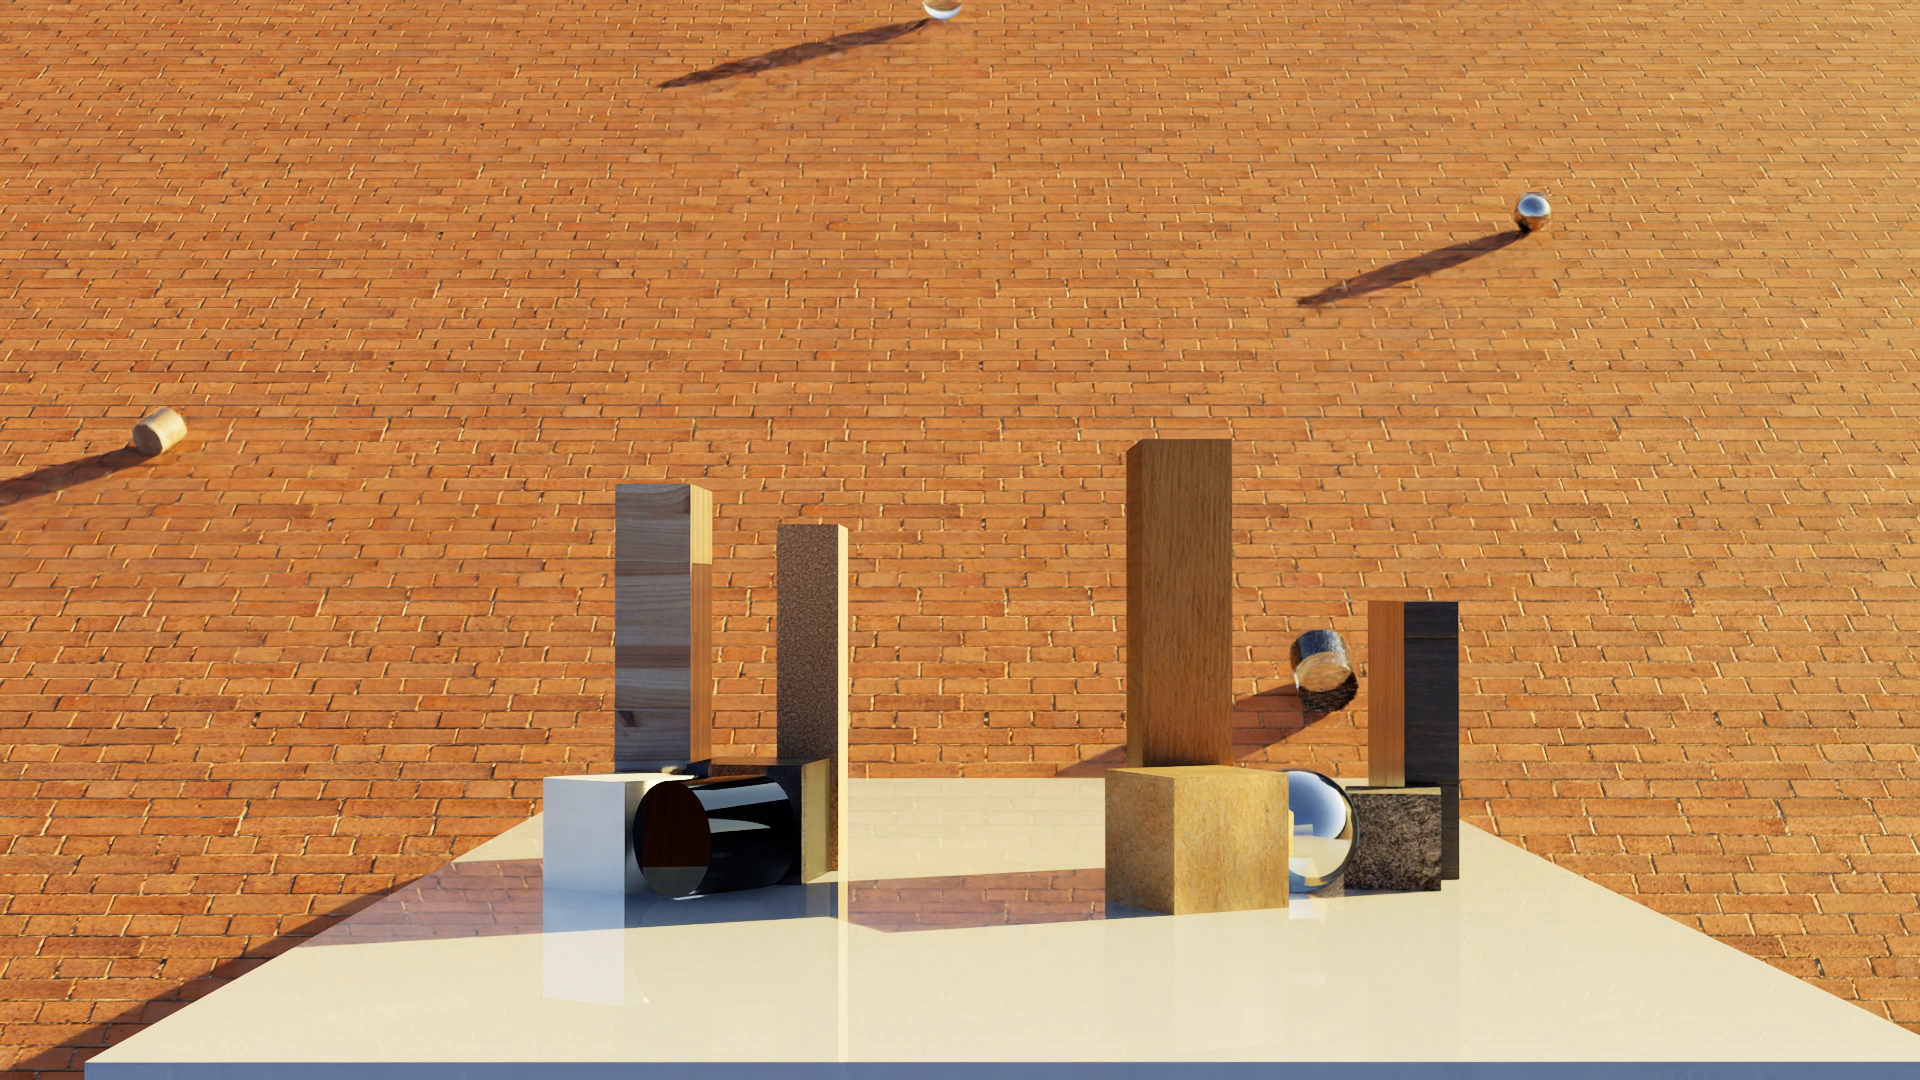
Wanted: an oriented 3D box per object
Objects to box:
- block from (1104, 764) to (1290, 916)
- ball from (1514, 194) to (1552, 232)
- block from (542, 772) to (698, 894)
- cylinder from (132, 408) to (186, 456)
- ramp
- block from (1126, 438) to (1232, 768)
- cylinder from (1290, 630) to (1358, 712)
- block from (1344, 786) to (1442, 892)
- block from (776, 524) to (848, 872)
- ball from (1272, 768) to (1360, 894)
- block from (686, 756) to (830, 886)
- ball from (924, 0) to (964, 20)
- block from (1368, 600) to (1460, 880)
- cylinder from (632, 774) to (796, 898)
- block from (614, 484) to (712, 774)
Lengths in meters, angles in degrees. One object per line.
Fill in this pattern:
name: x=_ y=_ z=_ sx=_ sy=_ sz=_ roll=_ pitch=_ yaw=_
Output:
block: x=0.373 y=0.470 z=4.097 sx=0.210 sy=0.210 sz=0.210 roll=0 pitch=-1 yaw=-27
ball: x=2.125 y=-1.212 z=9.625 sx=0.137 sy=0.137 sz=0.137 roll=0 pitch=33 yaw=0
block: x=-0.569 y=0.488 z=4.350 sx=0.182 sy=0.182 sz=0.182 roll=-1 pitch=-1 yaw=35
cylinder: x=-2.560 y=-0.344 z=8.292 sx=0.117 sy=0.117 sz=0.117 roll=14 pitch=35 yaw=21
ramp: x=0.073 y=0.636 z=4.743 sx=2.000 sy=0.100 sz=4.000 roll=0 pitch=-1 yaw=0
block: x=0.372 y=0.209 z=4.444 sx=0.147 sy=0.743 sz=0.403 roll=0 pitch=-1 yaw=0
cylinder: x=1.002 y=0.361 z=7.149 sx=0.164 sy=0.164 sz=0.164 roll=-1 pitch=33 yaw=-2
block: x=0.727 y=0.500 z=4.358 sx=0.159 sy=0.159 sz=0.159 roll=0 pitch=-1 yaw=10
block: x=-0.269 y=0.281 z=4.757 sx=0.109 sy=0.611 sz=0.372 roll=0 pitch=-1 yaw=0
ball: x=0.549 y=0.474 z=4.239 sx=0.206 sy=0.206 sz=0.206 roll=0 pitch=33 yaw=0
block: x=-0.346 y=0.481 z=4.470 sx=0.201 sy=0.201 sz=0.201 roll=0 pitch=-1 yaw=11
ball: x=-0.074 y=-2.376 z=11.402 sx=0.177 sy=0.177 sz=0.177 roll=0 pitch=33 yaw=0
block: x=0.807 y=0.346 z=4.632 sx=0.093 sy=0.475 sz=0.393 roll=0 pitch=-1 yaw=0
cylinder: x=-0.401 y=0.483 z=4.246 sx=0.190 sy=0.190 sz=0.190 roll=30 pitch=19 yaw=38
block: x=-0.531 y=0.246 z=4.677 sx=0.131 sy=0.679 sz=0.391 roll=0 pitch=-1 yaw=0
